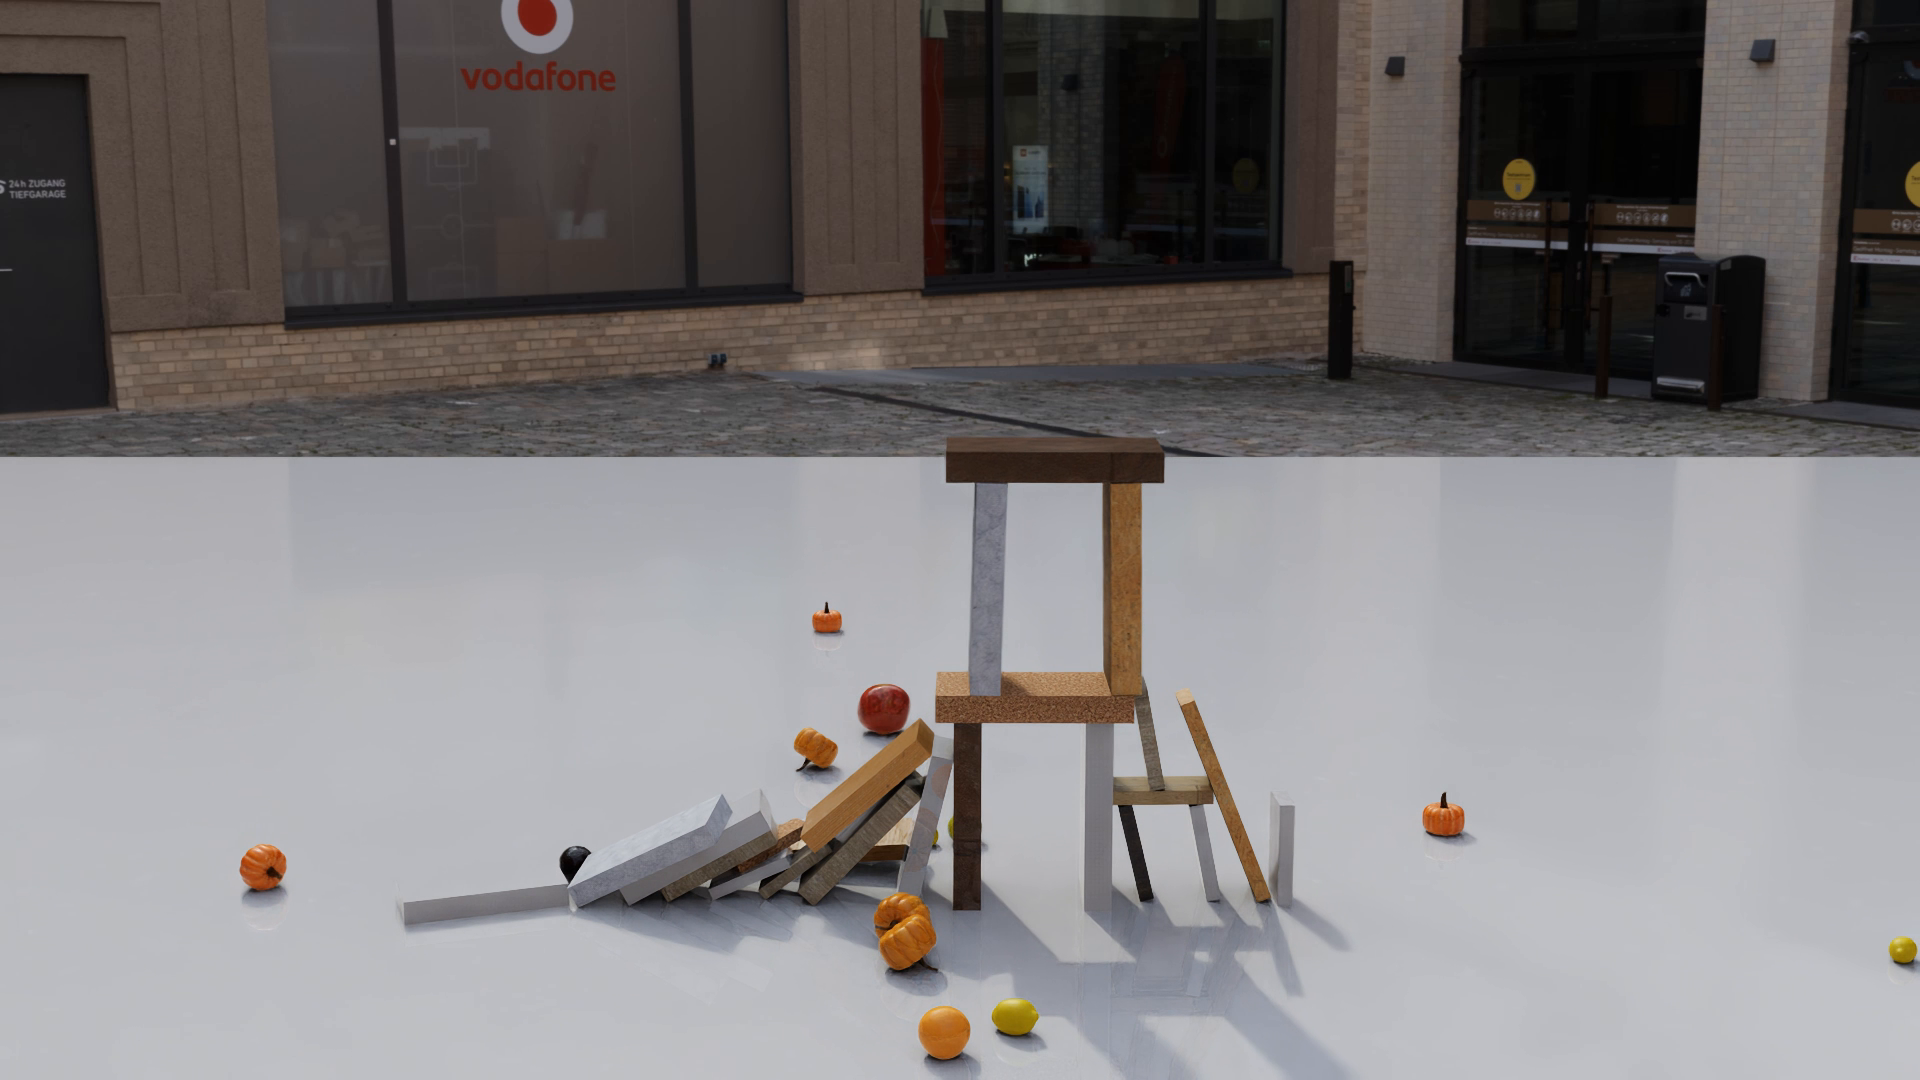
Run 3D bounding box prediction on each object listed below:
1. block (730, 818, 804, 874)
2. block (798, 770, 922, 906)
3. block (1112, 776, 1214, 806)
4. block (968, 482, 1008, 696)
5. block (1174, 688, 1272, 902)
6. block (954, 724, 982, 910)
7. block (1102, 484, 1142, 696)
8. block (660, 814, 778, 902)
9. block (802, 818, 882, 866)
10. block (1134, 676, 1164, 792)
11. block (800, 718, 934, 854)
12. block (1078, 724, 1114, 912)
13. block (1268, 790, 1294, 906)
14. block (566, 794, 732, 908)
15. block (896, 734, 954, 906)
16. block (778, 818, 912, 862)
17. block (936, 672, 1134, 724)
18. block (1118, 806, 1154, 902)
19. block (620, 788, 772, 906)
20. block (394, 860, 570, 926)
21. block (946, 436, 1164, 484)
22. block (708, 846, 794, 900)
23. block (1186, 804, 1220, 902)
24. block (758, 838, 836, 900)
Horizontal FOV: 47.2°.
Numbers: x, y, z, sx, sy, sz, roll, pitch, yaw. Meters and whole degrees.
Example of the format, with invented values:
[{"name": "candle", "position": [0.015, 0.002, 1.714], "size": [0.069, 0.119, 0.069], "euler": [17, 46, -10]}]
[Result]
[{"name": "block", "position": [-0.322, 0.513, 3.697], "size": [0.140, 0.020, 0.070], "euler": [-28, 11, -21]}, {"name": "block", "position": [-0.164, 0.487, 3.653], "size": [0.036, 0.255, 0.127], "euler": [44, 8, -7]}, {"name": "block", "position": [0.331, 0.414, 3.638], "size": [0.166, 0.023, 0.083], "euler": [0, 11, -1]}, {"name": "block", "position": [0.044, 0.065, 3.563], "size": [0.049, 0.343, 0.171], "euler": [2, 10, -1]}, {"name": "block", "position": [0.434, 0.421, 3.636], "size": [0.024, 0.361, 0.086], "euler": [-22, 10, 3]}, {"name": "block", "position": [0.012, 0.434, 3.639], "size": [0.045, 0.319, 0.159], "euler": [0, 11, 0]}, {"name": "block", "position": [0.263, 0.064, 3.568], "size": [0.049, 0.343, 0.171], "euler": [-1, 11, -1]}, {"name": "block", "position": [-0.403, 0.527, 3.672], "size": [0.206, 0.029, 0.103], "euler": [-28, 11, 0]}, {"name": "block", "position": [-0.209, 0.532, 3.903], "size": [0.206, 0.029, 0.103], "euler": [7, 13, 34]}, {"name": "block", "position": [0.308, 0.318, 3.620], "size": [0.024, 0.172, 0.086], "euler": [-10, 10, 2]}, {"name": "block", "position": [-0.152, 0.405, 3.643], "size": [0.255, 0.036, 0.127], "euler": [-40, 8, 9]}, {"name": "block", "position": [0.225, 0.434, 3.636], "size": [0.045, 0.319, 0.159], "euler": [0, 11, 0]}, {"name": "block", "position": [0.531, 0.509, 3.637], "size": [0.024, 0.172, 0.086], "euler": [0, 11, -2]}, {"name": "block", "position": [-0.511, 0.512, 3.633], "size": [0.265, 0.037, 0.132], "euler": [-26, 12, 12]}, {"name": "block", "position": [-0.058, 0.464, 3.649], "size": [0.036, 0.255, 0.127], "euler": [13, 10, -2]}, {"name": "block", "position": [-0.254, 0.526, 3.814], "size": [0.366, 0.029, 0.103], "euler": [-4, 18, 6]}, {"name": "block", "position": [0.120, 0.257, 3.595], "size": [0.319, 0.045, 0.159], "euler": [0, 11, 0]}, {"name": "block", "position": [0.290, 0.508, 3.657], "size": [0.023, 0.166, 0.083], "euler": [-13, 10, 2]}, {"name": "block", "position": [-0.441, 0.510, 3.669], "size": [0.265, 0.037, 0.132], "euler": [-28, 11, 0]}, {"name": "block", "position": [-0.789, 0.579, 3.626], "size": [0.265, 0.037, 0.132], "euler": [-4, 11, -20]}, {"name": "block", "position": [0.149, -0.129, 3.532], "size": [0.343, 0.049, 0.171], "euler": [0, 11, 0]}, {"name": "block", "position": [-0.348, 0.553, 3.666], "size": [0.140, 0.020, 0.070], "euler": [-23, 10, 4]}, {"name": "block", "position": [0.403, 0.507, 3.656], "size": [0.023, 0.166, 0.083], "euler": [-11, 10, 2]}, {"name": "block", "position": [-0.272, 0.540, 3.665], "size": [0.140, 0.020, 0.070], "euler": [-36, 8, 6]}]
